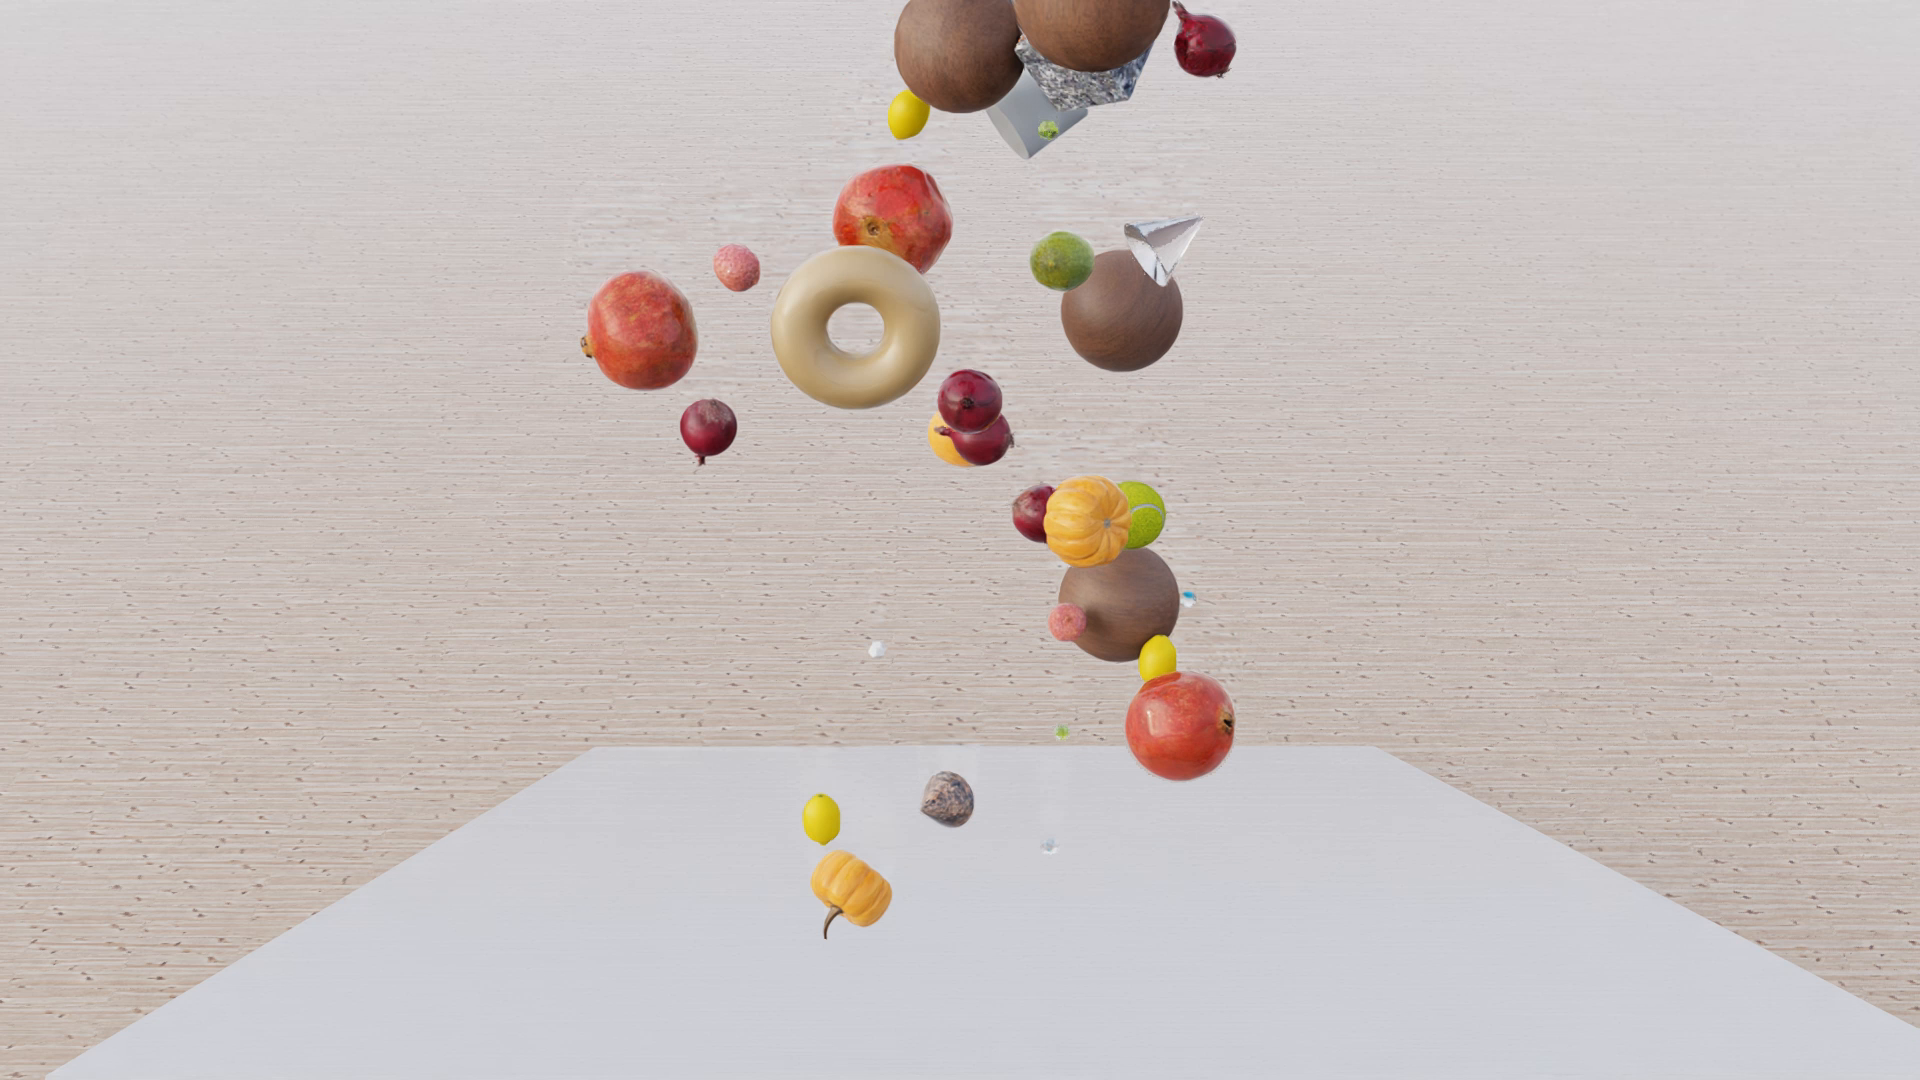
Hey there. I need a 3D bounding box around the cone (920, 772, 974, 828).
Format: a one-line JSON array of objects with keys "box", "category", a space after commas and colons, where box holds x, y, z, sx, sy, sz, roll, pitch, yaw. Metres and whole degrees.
[{"box": [-0.026, 0.274, 2.670, 0.060, 0.060, 0.060, 16, 14, 27], "category": "cone"}]

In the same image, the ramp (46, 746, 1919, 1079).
[{"box": [0.066, 0.588, 4.638, 2.000, 0.100, 4.000, 0, 0, 0], "category": "ramp"}]

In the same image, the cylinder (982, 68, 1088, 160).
[{"box": [0.076, -0.437, 2.611, 0.076, 0.076, 0.076, -37, 38, -6], "category": "cylinder"}]

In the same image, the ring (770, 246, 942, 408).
[{"box": [-0.088, -0.180, 2.197, 0.145, 0.145, 0.048, -2, 24, -3], "category": "ring"}]

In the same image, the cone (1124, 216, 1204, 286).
[{"box": [0.209, -0.297, 2.517, 0.072, 0.072, 0.072, -33, 37, -7], "category": "cone"}]

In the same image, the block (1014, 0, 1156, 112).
[{"box": [0.119, -0.469, 2.442, 0.083, 0.083, 0.083, -2, 53, 39], "category": "block"}]
